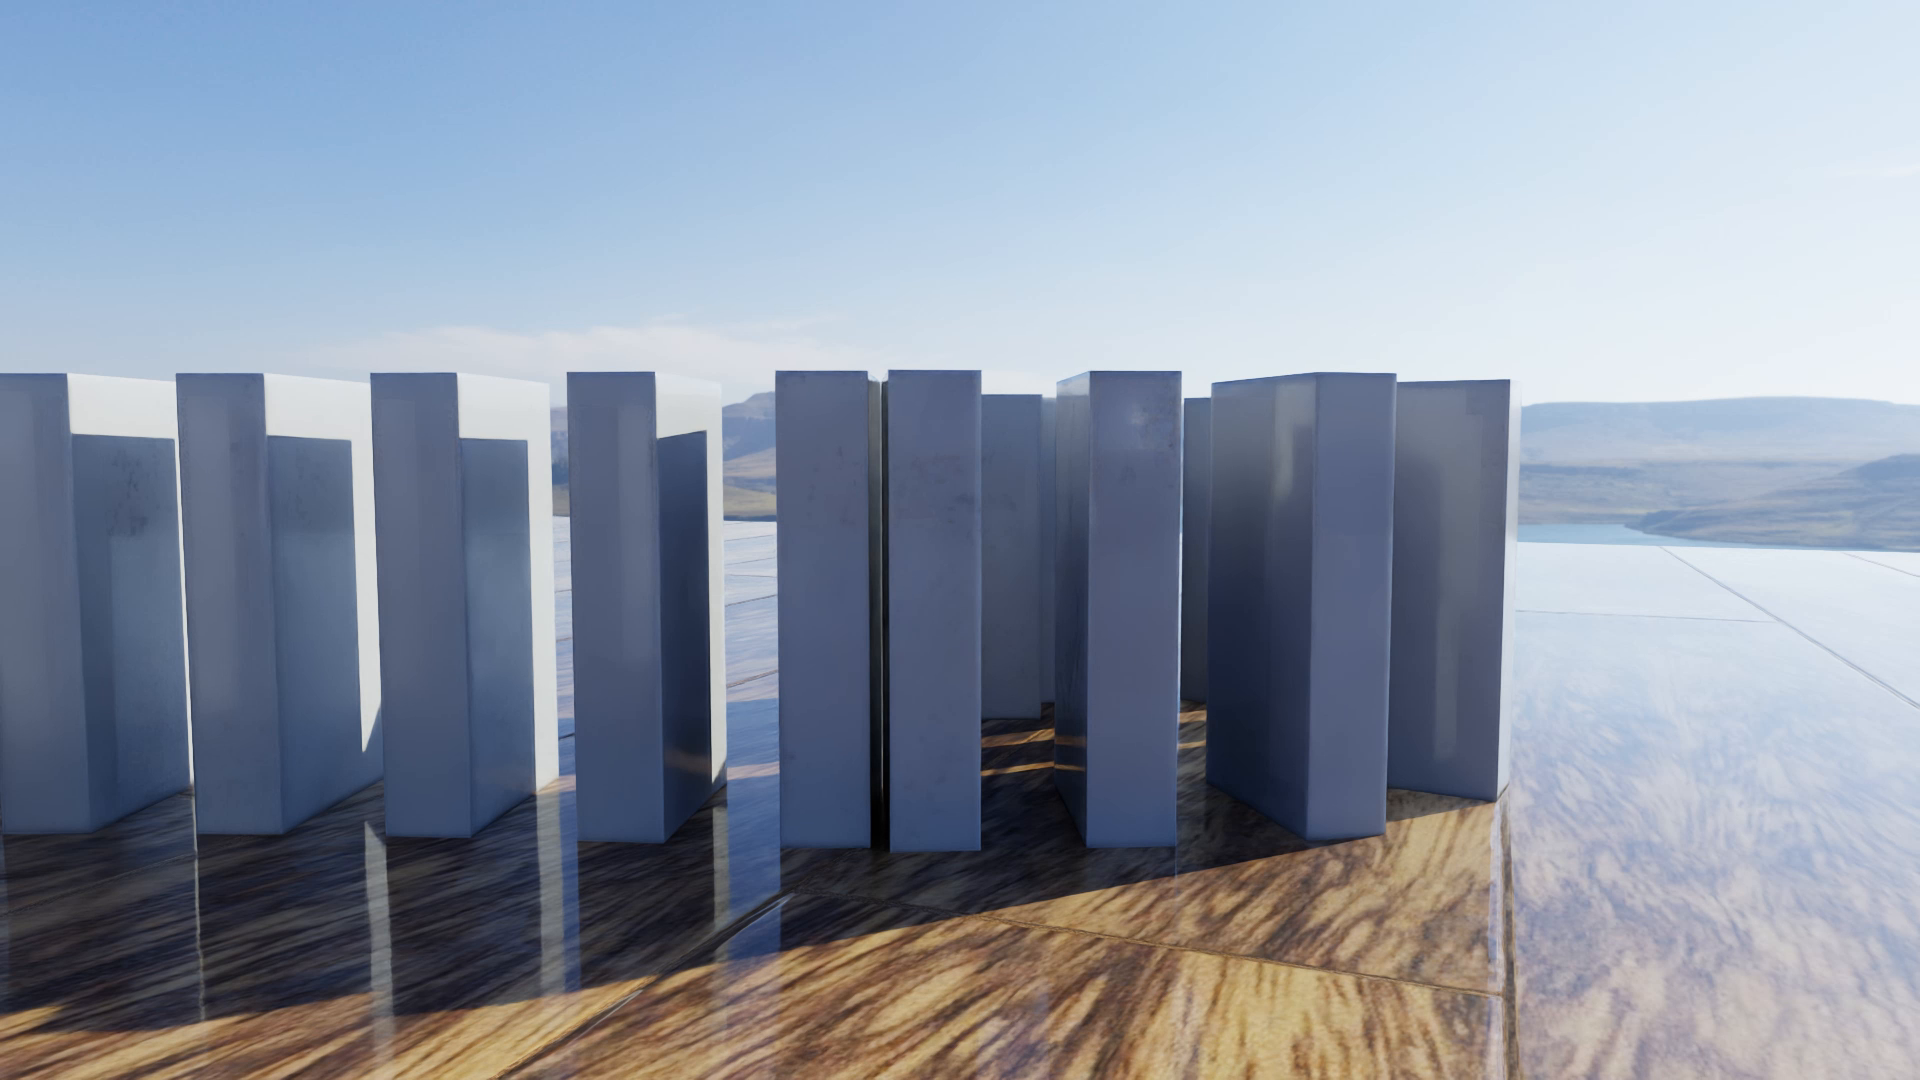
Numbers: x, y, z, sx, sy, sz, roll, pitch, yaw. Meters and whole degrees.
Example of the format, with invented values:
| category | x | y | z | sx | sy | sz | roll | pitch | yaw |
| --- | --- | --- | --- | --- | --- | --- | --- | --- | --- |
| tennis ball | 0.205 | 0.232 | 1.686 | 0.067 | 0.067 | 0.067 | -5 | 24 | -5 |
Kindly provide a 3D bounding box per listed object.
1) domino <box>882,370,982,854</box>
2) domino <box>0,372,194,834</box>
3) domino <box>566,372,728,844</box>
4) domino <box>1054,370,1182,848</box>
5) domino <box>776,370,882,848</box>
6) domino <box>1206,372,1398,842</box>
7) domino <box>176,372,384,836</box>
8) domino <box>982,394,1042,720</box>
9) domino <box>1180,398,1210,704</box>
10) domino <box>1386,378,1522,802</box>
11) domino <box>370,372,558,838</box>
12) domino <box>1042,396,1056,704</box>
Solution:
| category | x | y | z | sx | sy | sz | roll | pitch | yaw |
| --- | --- | --- | --- | --- | --- | --- | --- | --- | --- |
| domino | -0.004 | 0.007 | 0.145 | 0.010 | 0.050 | 0.025 | 0 | 4 | -5 |
| domino | -0.100 | 0.006 | 0.151 | 0.009 | 0.050 | 0.025 | 0 | 4 | -1 |
| domino | -0.035 | 0.006 | 0.148 | 0.010 | 0.050 | 0.025 | 0 | 4 | 5 |
| domino | 0.017 | 0.007 | 0.146 | 0.009 | 0.050 | 0.025 | 0 | 4 | -4 |
| domino | -0.014 | 0.007 | 0.146 | 0.009 | 0.050 | 0.025 | 0 | 4 | 0 |
| domino | 0.039 | 0.006 | 0.149 | 0.009 | 0.050 | 0.025 | -1 | 4 | -15 |
| domino | -0.078 | 0.006 | 0.150 | 0.010 | 0.050 | 0.025 | 0 | 4 | 1 |
| domino | 0.000 | 0.002 | 0.201 | 0.025 | 0.050 | 0.010 | 0 | 4 | 0 |
| domino | 0.048 | 0.001 | 0.219 | 0.009 | 0.050 | 0.025 | 3 | 5 | 38 |
| domino | 0.056 | 0.005 | 0.161 | 0.025 | 0.050 | 0.009 | 3 | 5 | 31 |
| domino | -0.057 | 0.006 | 0.149 | 0.009 | 0.050 | 0.025 | 0 | 4 | 4 |
| domino | 0.008 | 0.001 | 0.219 | 0.009 | 0.050 | 0.025 | -3 | 5 | -33 |
